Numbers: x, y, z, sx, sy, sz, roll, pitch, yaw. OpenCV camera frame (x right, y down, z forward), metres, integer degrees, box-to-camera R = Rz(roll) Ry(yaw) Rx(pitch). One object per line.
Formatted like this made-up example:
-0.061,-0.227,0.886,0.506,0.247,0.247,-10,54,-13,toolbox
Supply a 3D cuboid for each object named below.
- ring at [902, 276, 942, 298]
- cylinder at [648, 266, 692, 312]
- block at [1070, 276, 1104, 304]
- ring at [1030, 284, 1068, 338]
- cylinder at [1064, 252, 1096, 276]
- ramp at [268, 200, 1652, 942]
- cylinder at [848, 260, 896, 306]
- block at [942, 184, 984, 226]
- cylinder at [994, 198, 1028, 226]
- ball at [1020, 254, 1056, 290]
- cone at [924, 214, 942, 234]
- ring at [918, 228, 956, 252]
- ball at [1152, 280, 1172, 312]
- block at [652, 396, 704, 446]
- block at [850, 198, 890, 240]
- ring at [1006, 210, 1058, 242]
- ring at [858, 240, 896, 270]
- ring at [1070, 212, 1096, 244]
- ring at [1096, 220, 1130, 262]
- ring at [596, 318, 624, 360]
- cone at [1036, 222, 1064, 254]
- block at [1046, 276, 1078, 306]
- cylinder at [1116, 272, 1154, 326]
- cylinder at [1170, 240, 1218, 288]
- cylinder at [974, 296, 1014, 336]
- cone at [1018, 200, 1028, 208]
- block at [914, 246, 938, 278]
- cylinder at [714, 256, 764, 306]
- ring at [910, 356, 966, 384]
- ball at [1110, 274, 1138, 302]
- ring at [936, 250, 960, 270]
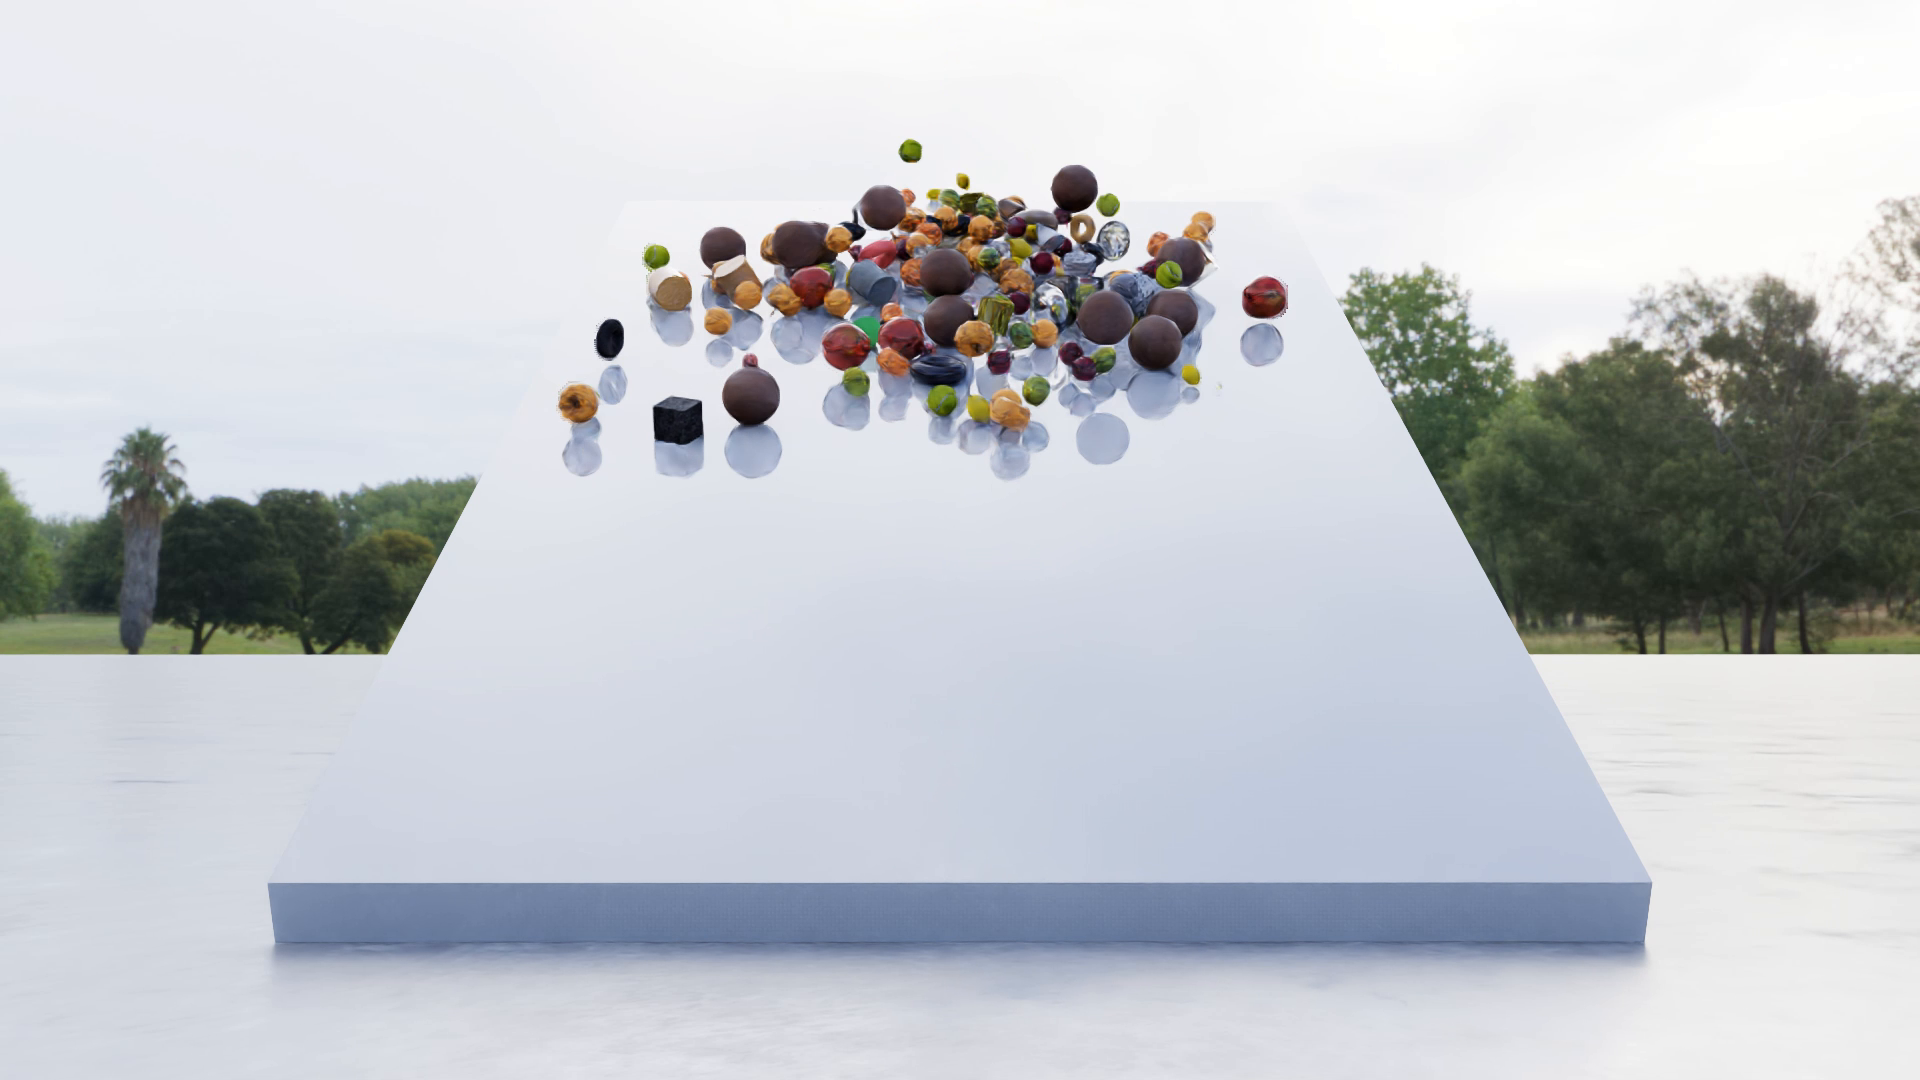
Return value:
-0.100,-0.670,6.096,0.106,0.035,0.106,0,22,0,ring
-0.752,-0.650,5.966,0.095,0.095,0.095,1,20,-24,cylinder
0.313,-0.614,5.668,0.064,0.064,0.064,-1,10,-19,block
0.220,-0.569,5.716,0.045,0.134,0.134,-13,5,-32,ring
0.316,-0.710,6.100,0.083,0.083,0.083,1,28,-1,cylinder
-0.007,-0.223,5.192,2.000,0.100,4.000,0,22,0,ramp
-0.228,-0.669,5.992,0.090,0.090,0.090,3,32,-50,cylinder
0.010,-0.985,6.780,0.096,0.096,0.096,-10,24,-23,block
0.147,-0.939,6.630,0.071,0.071,0.071,33,18,36,cylinder
0.206,-0.712,6.119,0.096,0.096,0.096,0,-3,0,ball
-0.082,-0.884,6.360,0.057,0.057,0.057,-1,-32,17,cone
-0.066,-0.832,6.426,0.116,0.039,0.116,22,23,-10,ring
0.504,-0.631,5.942,0.083,0.083,0.083,0,-3,0,ball
-0.618,-0.263,5.051,0.079,0.079,0.079,10,24,22,block
-0.257,-0.925,6.633,0.085,0.085,0.085,8,32,18,block
0.206,-0.890,6.528,0.148,0.049,0.148,-5,-20,-2,ring
-0.223,-0.767,6.226,0.114,0.038,0.114,-25,-26,-13,ring
0.348,-0.887,6.555,0.089,0.089,0.030,-2,4,42,ring
0.422,-0.822,6.327,0.116,0.116,0.039,3,9,-43,ring
-0.841,-0.483,5.535,0.033,0.100,0.100,11,2,22,ring
0.230,-0.843,6.323,0.084,0.084,0.084,-30,-19,-12,cone
0.266,-0.647,6.005,0.064,0.064,0.064,-12,25,-27,block
0.443,-0.610,5.829,0.095,0.095,0.095,0,-35,5,cylinder
0.625,-0.733,6.130,0.091,0.091,0.091,-35,-15,17,cylinder
0.082,-0.546,5.607,0.080,0.080,0.080,12,12,-3,cylinder
0.201,-0.941,6.752,0.082,0.082,0.082,21,-11,-21,cone
-0.092,-0.748,6.215,0.061,0.061,0.061,-5,-36,-3,block
-0.574,-0.674,5.983,0.092,0.092,0.092,-25,29,15,cylinder
-0.051,-0.402,5.435,0.136,0.045,0.136,1,22,0,ring
0.410,-0.628,5.741,0.071,0.071,0.071,0,-3,0,ball
-0.042,-0.771,6.343,0.086,0.029,0.086,3,31,-2,ring
